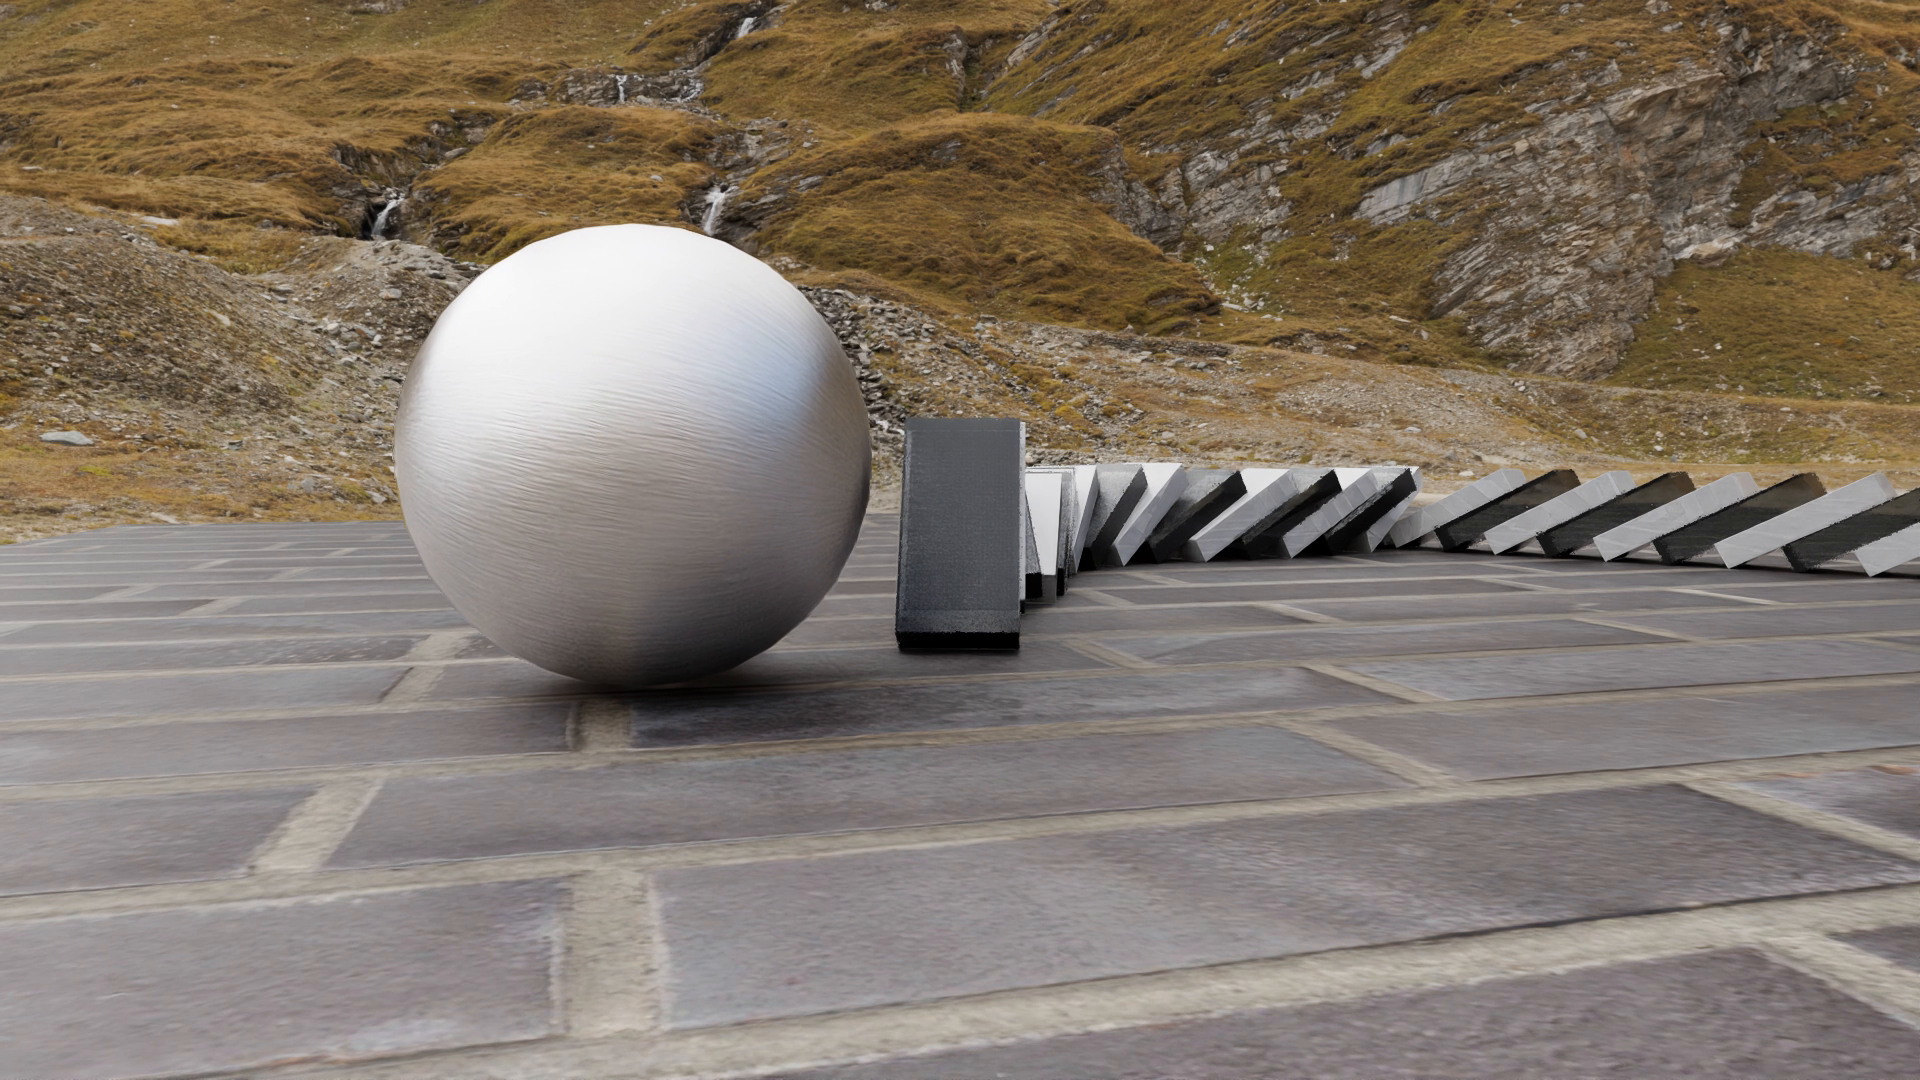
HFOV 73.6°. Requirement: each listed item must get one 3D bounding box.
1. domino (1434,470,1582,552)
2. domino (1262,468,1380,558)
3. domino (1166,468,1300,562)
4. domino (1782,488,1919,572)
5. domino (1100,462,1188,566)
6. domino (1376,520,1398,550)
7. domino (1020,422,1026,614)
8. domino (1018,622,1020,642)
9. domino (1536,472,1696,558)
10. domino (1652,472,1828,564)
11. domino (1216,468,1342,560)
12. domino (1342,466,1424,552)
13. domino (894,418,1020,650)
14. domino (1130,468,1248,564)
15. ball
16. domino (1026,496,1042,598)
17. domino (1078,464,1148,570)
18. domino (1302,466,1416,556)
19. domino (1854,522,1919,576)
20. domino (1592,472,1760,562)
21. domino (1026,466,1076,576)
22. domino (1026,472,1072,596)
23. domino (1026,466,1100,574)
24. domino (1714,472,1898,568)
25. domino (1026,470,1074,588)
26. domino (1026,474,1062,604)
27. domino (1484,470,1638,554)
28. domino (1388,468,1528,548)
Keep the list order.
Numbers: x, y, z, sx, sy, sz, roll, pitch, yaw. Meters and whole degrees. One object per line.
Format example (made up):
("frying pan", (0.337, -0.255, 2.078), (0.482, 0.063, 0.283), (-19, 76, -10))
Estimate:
("domino", (0.213, -0.011, 0.499), (0.050, 0.009, 0.025), (-33, -19, 36))
("domino", (0.135, -0.011, 0.496), (0.050, 0.010, 0.025), (-34, 18, -21))
("domino", (0.100, -0.010, 0.480), (0.050, 0.009, 0.025), (-34, 18, -21))
("domino", (0.299, -0.005, 0.418), (0.025, 0.010, 0.050), (-5, -23, -46))
("domino", (0.060, -0.010, 0.465), (0.025, 0.010, 0.050), (4, 39, 42))
("domino", (0.177, -0.003, 0.545), (0.025, 0.010, 0.050), (3, 5, 38))
("domino", (0.004, -0.006, 0.328), (0.025, 0.050, 0.009), (0, -26, 3))
("domino", (0.001, -0.003, 0.284), (0.025, 0.050, 0.010), (0, -26, 3))
("domino", (0.242, -0.009, 0.472), (0.025, 0.009, 0.050), (-5, -22, -48))
("domino", (0.270, -0.007, 0.445), (0.025, 0.009, 0.050), (-5, -23, -48))
("domino", (0.118, -0.010, 0.487), (0.050, 0.009, 0.025), (-34, 18, -21))
("domino", (0.166, -0.013, 0.523), (0.025, 0.009, 0.050), (4, 36, 45))
("domino", (0.000, -0.002, 0.273), (0.025, 0.050, 0.010), (0, -26, 3))
("domino", (0.080, -0.009, 0.474), (0.050, 0.009, 0.025), (-36, 21, -25))
("ball", (-0.055, -0.014, 0.225), (0.080, 0.080, 0.080), (0, 4, 0))
("domino", (0.006, -0.005, 0.346), (0.025, 0.009, 0.050), (-7, 45, -1))
("domino", (0.045, -0.009, 0.452), (0.025, 0.010, 0.050), (2, 38, 32))
("domino", (0.153, -0.012, 0.505), (0.050, 0.009, 0.025), (-34, 20, -21))
("domino", (0.313, -0.005, 0.404), (0.025, 0.010, 0.050), (-6, -23, -46))
("domino", (0.256, -0.008, 0.458), (0.025, 0.009, 0.050), (-5, -23, -48))
("domino", (0.024, -0.006, 0.419), (0.025, 0.009, 0.050), (-1, 35, 9))
("domino", (0.020, -0.003, 0.380), (0.025, 0.009, 0.050), (1, 35, 8))
("domino", (0.031, -0.008, 0.437), (0.025, 0.010, 0.050), (0, 36, 17))
("domino", (0.284, -0.006, 0.431), (0.025, 0.009, 0.050), (-5, -23, -47))
("domino", (0.022, -0.004, 0.399), (0.025, 0.009, 0.050), (1, 36, 8))
("domino", (0.015, -0.001, 0.362), (0.025, 0.009, 0.050), (0, 35, 7))
("domino", (0.227, -0.010, 0.486), (0.050, 0.009, 0.025), (-34, -19, 38))
("domino", (0.199, -0.012, 0.512), (0.050, 0.009, 0.025), (-33, -19, 36))
